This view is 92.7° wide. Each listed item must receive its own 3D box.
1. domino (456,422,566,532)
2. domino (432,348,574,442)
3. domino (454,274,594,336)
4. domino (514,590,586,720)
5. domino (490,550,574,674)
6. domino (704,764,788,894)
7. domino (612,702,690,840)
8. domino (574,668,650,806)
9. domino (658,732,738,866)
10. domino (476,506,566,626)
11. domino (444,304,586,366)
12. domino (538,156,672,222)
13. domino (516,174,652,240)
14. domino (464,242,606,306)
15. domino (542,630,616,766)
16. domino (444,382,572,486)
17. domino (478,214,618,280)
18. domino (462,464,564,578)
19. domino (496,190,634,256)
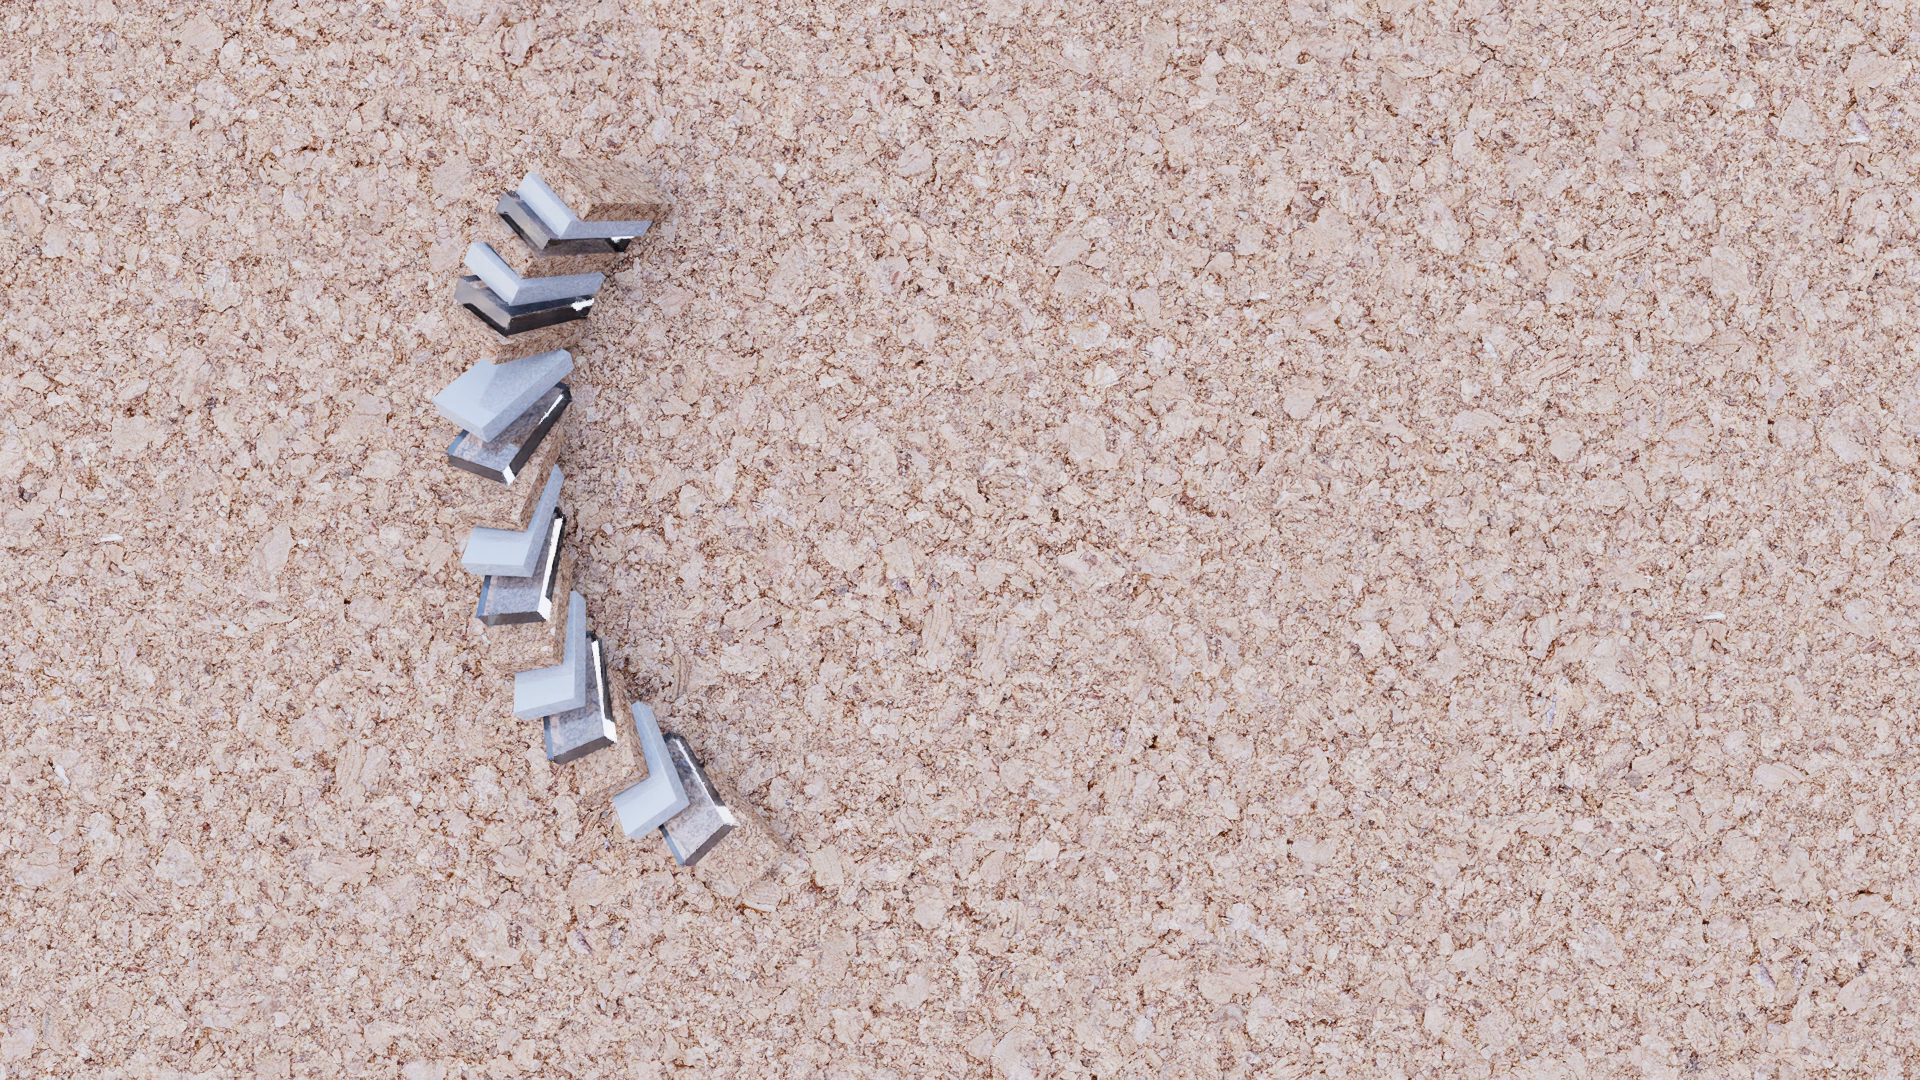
[{"bbox_3d":[-0.186,-0.028,0.383,0.025,0.010,0.050,7,58,0],"label":"domino"},{"bbox_3d":[-0.189,-0.065,0.381,0.025,0.010,0.050,29,58,8],"label":"domino"},{"bbox_3d":[-0.177,-0.099,0.376,0.025,0.050,0.009,38,118,0],"label":"domino"},{"bbox_3d":[-0.171,0.048,0.383,0.025,0.009,0.050,-14,59,0],"label":"domino"},{"bbox_3d":[-0.178,0.029,0.383,0.025,0.010,0.050,-9,59,0],"label":"domino"},{"bbox_3d":[-0.101,0.124,0.395,0.025,0.010,0.050,-44,90,0],"label":"domino"},{"bbox_3d":[-0.134,0.096,0.383,0.025,0.009,0.050,-35,59,0],"label":"domino"},{"bbox_3d":[-0.149,0.082,0.383,0.025,0.010,0.050,-29,59,0],"label":"domino"},{"bbox_3d":[-0.117,0.108,0.384,0.025,0.010,0.050,-43,61,0],"label":"domino"},{"bbox_3d":[-0.183,0.010,0.383,0.025,0.009,0.050,-5,59,0],"label":"domino"},{"bbox_3d":[-0.181,-0.088,0.375,0.025,0.050,0.009,38,118,1],"label":"domino"},{"bbox_3d":[-0.144,-0.144,0.376,0.025,0.050,0.009,47,118,0],"label":"domino"},{"bbox_3d":[-0.152,-0.137,0.376,0.025,0.050,0.010,47,118,0],"label":"domino"},{"bbox_3d":[-0.173,-0.111,0.376,0.025,0.050,0.010,44,118,0],"label":"domino"},{"bbox_3d":[-0.161,0.065,0.383,0.025,0.009,0.050,-22,59,0],"label":"domino"},{"bbox_3d":[-0.187,-0.048,0.382,0.025,0.010,0.050,19,57,1],"label":"domino"},{"bbox_3d":[-0.167,-0.121,0.376,0.025,0.050,0.009,47,118,0],"label":"domino"},{"bbox_3d":[-0.186,-0.009,0.383,0.025,0.010,0.050,3,58,0],"label":"domino"},{"bbox_3d":[-0.161,-0.130,0.376,0.025,0.050,0.010,47,118,0],"label":"domino"}]
